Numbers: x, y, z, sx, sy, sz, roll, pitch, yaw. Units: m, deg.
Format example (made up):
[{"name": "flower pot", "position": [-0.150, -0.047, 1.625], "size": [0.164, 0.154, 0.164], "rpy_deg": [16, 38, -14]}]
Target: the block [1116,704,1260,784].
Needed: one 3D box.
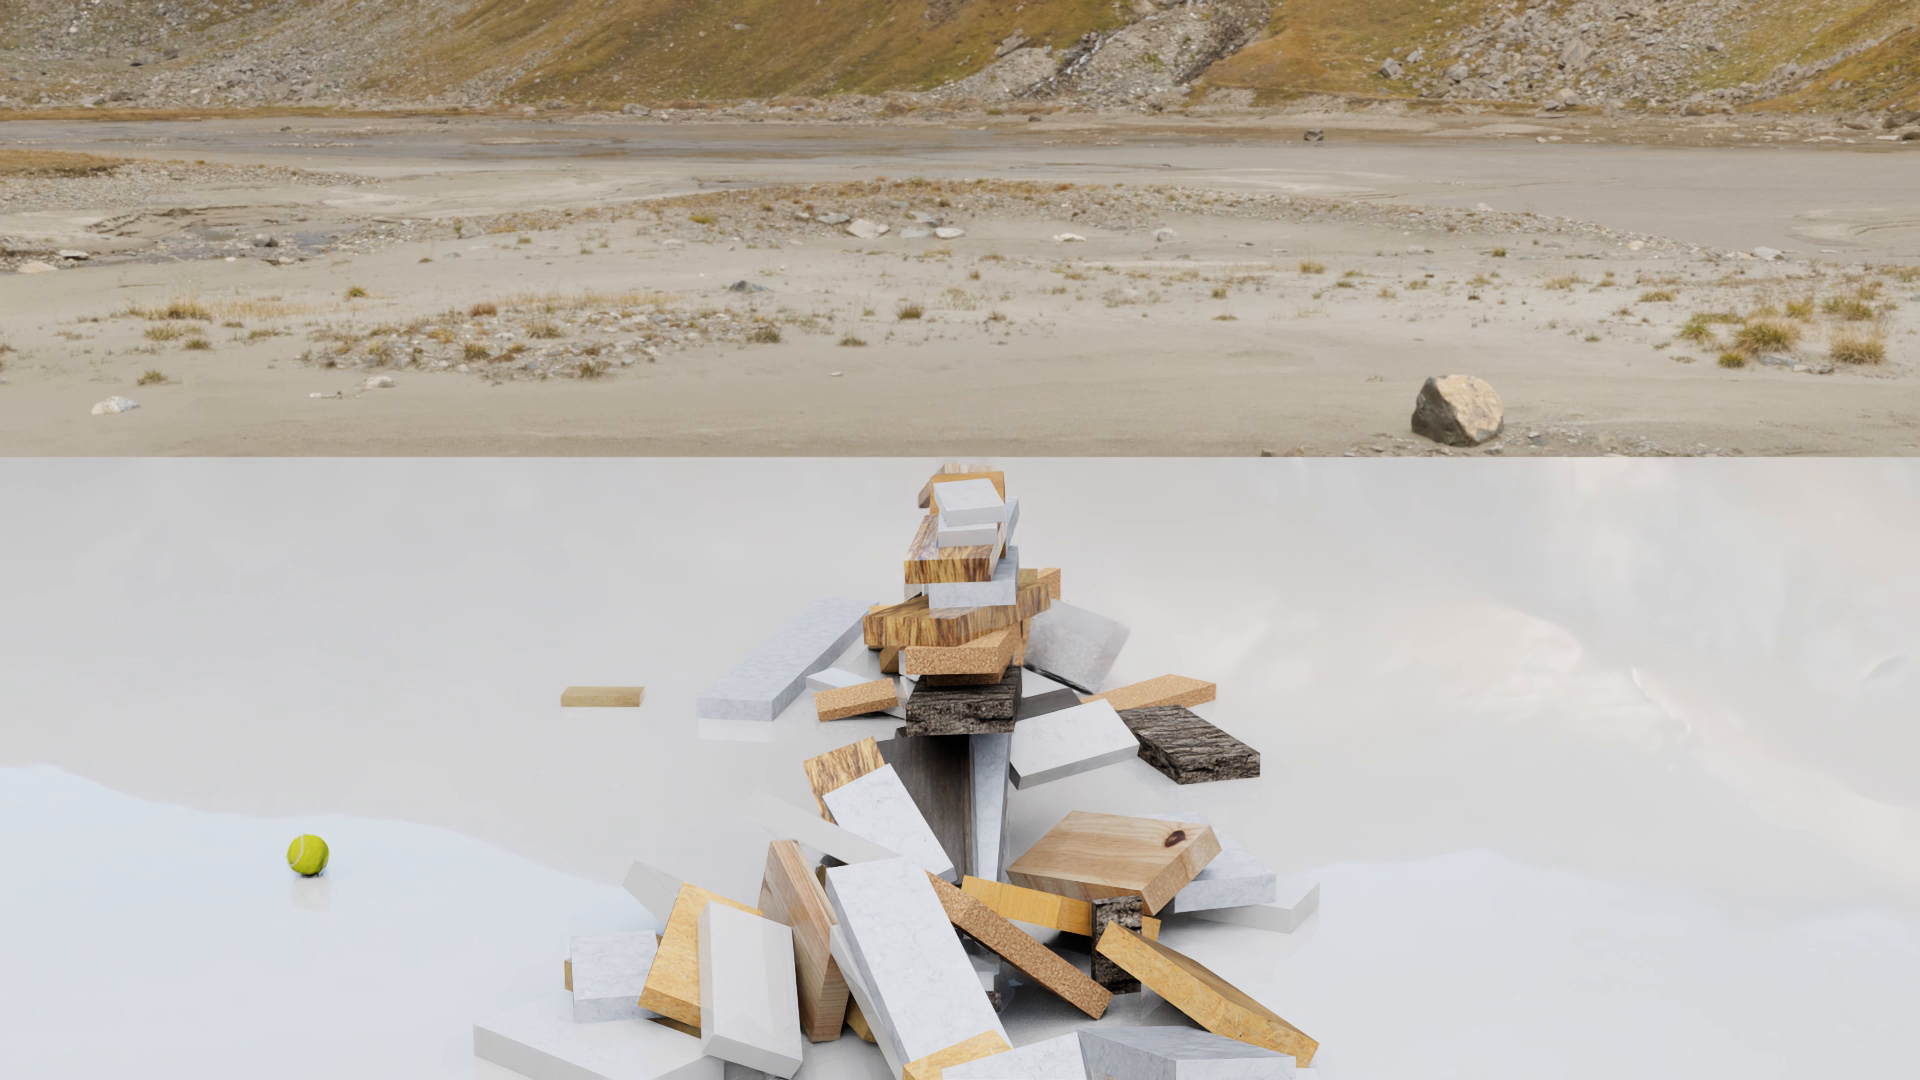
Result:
[{"name": "block", "position": [0.448, 0.414, 4.484], "size": [0.172, 0.049, 0.393], "rpy_deg": [-3, 11, -18]}]

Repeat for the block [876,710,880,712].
[{"name": "block", "position": [-0.179, 0.360, 4.870], "size": [0.046, 0.013, 0.092], "rpy_deg": [-2, 11, -11]}]

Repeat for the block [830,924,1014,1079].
[{"name": "block", "position": [-0.041, 0.620, 2.870], "size": [0.145, 0.041, 0.382], "rpy_deg": [-8, 30, -20]}]

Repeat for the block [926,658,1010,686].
[{"name": "block", "position": [0.017, 0.210, 3.780], "size": [0.120, 0.034, 0.240], "rpy_deg": [-2, 7, 6]}]

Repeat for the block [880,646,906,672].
[{"name": "block", "position": [-0.073, 0.237, 4.981], "size": [0.160, 0.045, 0.426], "rpy_deg": [-2, -13, -10]}]

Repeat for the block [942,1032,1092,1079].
[{"name": "block", "position": [0.083, 0.699, 2.360], "size": [0.159, 0.045, 0.328], "rpy_deg": [-17, 44, 6]}]

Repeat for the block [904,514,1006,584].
[{"name": "block", "position": [-0.005, 0.012, 3.827], "size": [0.145, 0.041, 0.291], "rpy_deg": [-2, 16, 7]}]

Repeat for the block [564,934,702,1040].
[{"name": "block", "position": [-0.411, 0.656, 3.188], "size": [0.162, 0.046, 0.338], "rpy_deg": [-10, 14, -42]}]

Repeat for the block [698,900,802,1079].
[{"name": "block", "position": [-0.291, 0.616, 3.027], "size": [0.131, 0.037, 0.262], "rpy_deg": [23, 26, -21]}]

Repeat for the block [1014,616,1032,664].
[{"name": "block", "position": [0.082, 0.204, 5.163], "size": [0.047, 0.165, 0.330], "rpy_deg": [11, -1, -19]}]

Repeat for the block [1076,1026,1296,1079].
[{"name": "block", "position": [0.282, 0.662, 2.799], "size": [0.159, 0.045, 0.318], "rpy_deg": [3, -6, -19]}]

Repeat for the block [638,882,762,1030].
[{"name": "block", "position": [-0.363, 0.588, 3.101], "size": [0.125, 0.035, 0.249], "rpy_deg": [21, 26, -4]}]

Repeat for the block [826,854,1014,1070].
[{"name": "block", "position": [-0.020, 0.620, 2.785], "size": [0.131, 0.037, 0.659], "rpy_deg": [-6, 31, -18]}]

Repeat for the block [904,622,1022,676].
[{"name": "block", "position": [0.009, 0.178, 3.724], "size": [0.153, 0.043, 0.305], "rpy_deg": [-2, 7, 9]}]

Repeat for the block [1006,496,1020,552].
[{"name": "block", "position": [0.032, -0.029, 4.200], "size": [0.138, 0.039, 0.275], "rpy_deg": [-2, 15, 7]}]

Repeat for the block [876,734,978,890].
[{"name": "block", "position": [-0.061, 0.451, 3.544], "size": [0.171, 0.048, 0.341], "rpy_deg": [-10, 39, 6]}]

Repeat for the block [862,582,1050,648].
[{"name": "block", "position": [0.000, 0.125, 3.790], "size": [0.167, 0.047, 0.407], "rpy_deg": [0, 7, 25]}]

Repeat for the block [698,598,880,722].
[{"name": "block", "position": [-0.389, 0.271, 5.256], "size": [0.165, 0.047, 1.054], "rpy_deg": [2, 11, 10]}]

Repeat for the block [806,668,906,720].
[{"name": "block", "position": [-0.179, 0.343, 4.844], "size": [0.363, 0.025, 0.087], "rpy_deg": [14, 21, 39]}]

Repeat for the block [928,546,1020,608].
[{"name": "block", "position": [0.030, 0.062, 3.935], "size": [0.145, 0.041, 0.492], "rpy_deg": [-2, 7, 3]}]

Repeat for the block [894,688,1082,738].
[{"name": "block", "position": [0.068, 0.346, 3.857], "size": [0.349, 0.034, 0.120], "rpy_deg": [-11, 44, -25]}]

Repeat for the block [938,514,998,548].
[{"name": "block", "position": [0.015, -0.038, 3.871], "size": [0.102, 0.029, 0.254], "rpy_deg": [-3, 16, 2]}]

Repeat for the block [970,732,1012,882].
[{"name": "block", "position": [-0.011, 0.440, 3.631], "size": [0.171, 0.048, 0.449], "rpy_deg": [-2, 40, 7]}]

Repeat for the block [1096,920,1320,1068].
[{"name": "block", "position": [0.341, 0.636, 3.078], "size": [0.167, 0.047, 0.333], "rpy_deg": [29, -3, -26]}]

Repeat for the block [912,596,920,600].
[{"name": "block", "position": [-0.060, 0.183, 4.952], "size": [0.160, 0.045, 0.320], "rpy_deg": [-1, -13, -15]}]

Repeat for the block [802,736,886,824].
[{"name": "block", "position": [-0.162, 0.428, 3.537], "size": [0.125, 0.035, 0.249], "rpy_deg": [-19, 39, -6]}]

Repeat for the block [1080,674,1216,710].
[{"name": "block", "position": [0.385, 0.357, 4.820], "size": [0.130, 0.037, 0.406], "rpy_deg": [10, 14, 43]}]

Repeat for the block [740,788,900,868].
[{"name": "block", "position": [-0.167, 0.470, 3.284], "size": [0.351, 0.043, 0.153], "rpy_deg": [16, -20, 47]}]

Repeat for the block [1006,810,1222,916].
[{"name": "block", "position": [0.245, 0.520, 3.565], "size": [0.172, 0.049, 0.344], "rpy_deg": [-37, 19, -31]}]

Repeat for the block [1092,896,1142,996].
[{"name": "block", "position": [0.230, 0.598, 3.236], "size": [0.072, 0.143, 0.020], "rpy_deg": [-3, 11, -17]}]

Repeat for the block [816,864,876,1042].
[{"name": "block", "position": [-0.154, 0.593, 3.168], "size": [0.041, 0.145, 0.291], "rpy_deg": [21, 4, -31]}]

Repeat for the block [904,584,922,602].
[{"name": "block", "position": [-0.029, 0.098, 4.762], "size": [0.138, 0.039, 0.275], "rpy_deg": [-1, -8, -12]}]

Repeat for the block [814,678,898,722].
[{"name": "block", "position": [-0.226, 0.347, 4.774], "size": [0.174, 0.025, 0.087], "rpy_deg": [-11, 26, -4]}]

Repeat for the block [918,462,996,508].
[{"name": "block", "position": [-0.007, -0.102, 4.315], "size": [0.102, 0.029, 0.203], "rpy_deg": [5, -18, -15]}]

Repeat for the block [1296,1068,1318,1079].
[{"name": "block", "position": [0.350, 0.724, 2.856], "size": [0.236, 0.033, 0.118], "rpy_deg": [1, 11, 3]}]
